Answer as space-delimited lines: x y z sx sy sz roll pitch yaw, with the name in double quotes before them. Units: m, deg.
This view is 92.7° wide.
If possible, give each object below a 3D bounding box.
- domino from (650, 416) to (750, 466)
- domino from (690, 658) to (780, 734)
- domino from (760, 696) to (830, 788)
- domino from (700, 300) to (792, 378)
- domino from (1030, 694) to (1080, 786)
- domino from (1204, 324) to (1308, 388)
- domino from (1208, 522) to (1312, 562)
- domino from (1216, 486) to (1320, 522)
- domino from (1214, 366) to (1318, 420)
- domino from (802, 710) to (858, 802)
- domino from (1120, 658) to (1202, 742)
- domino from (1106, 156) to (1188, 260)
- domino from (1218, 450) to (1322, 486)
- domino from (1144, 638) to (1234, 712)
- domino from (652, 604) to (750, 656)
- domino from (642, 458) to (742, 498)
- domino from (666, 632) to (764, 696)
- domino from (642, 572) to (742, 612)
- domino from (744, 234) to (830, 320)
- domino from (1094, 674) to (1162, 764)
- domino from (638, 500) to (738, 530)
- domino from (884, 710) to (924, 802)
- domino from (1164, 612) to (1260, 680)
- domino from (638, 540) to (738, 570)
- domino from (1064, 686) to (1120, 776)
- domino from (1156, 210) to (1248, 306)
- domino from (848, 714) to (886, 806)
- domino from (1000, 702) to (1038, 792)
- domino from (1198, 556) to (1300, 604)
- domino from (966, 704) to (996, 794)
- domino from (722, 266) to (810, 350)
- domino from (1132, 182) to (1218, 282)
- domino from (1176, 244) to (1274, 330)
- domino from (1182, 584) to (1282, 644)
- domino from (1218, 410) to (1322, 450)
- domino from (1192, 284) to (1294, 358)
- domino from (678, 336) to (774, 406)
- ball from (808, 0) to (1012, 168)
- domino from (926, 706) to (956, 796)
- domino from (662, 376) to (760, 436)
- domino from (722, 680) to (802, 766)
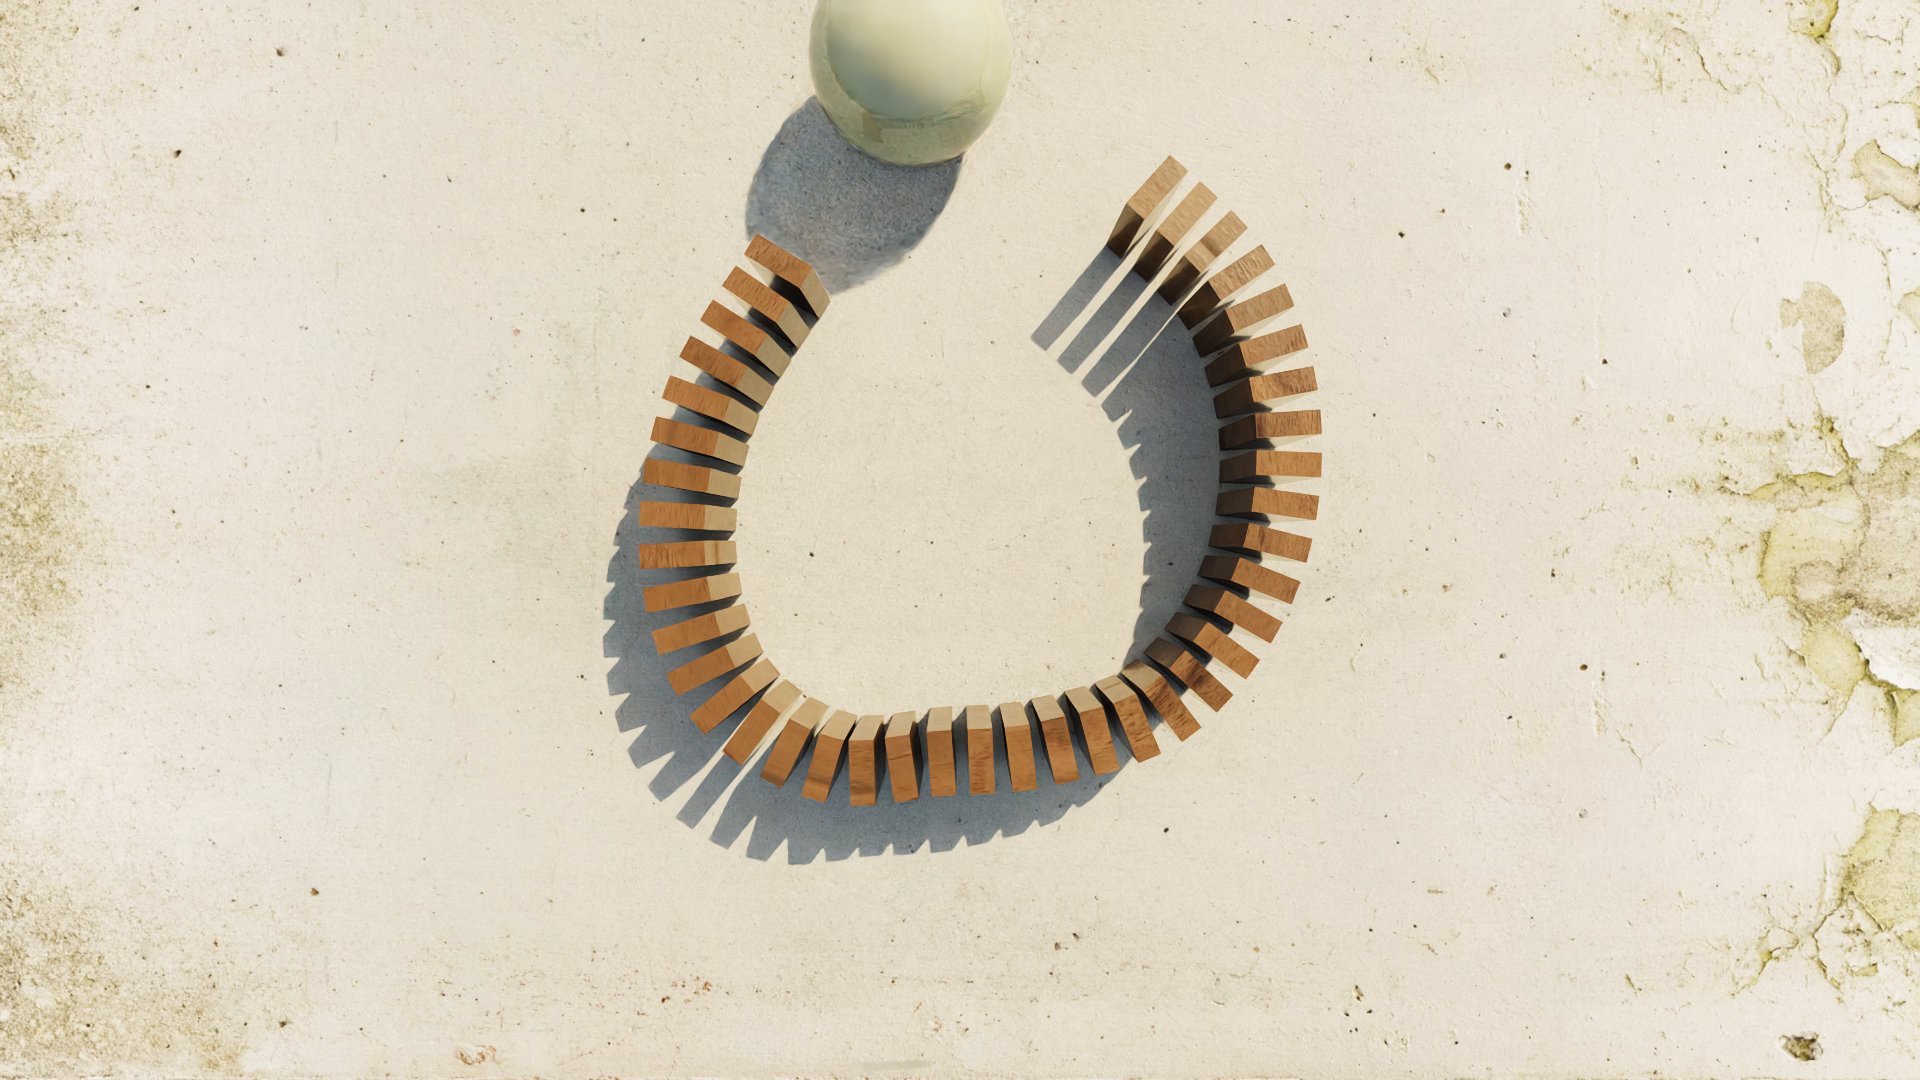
"domino" -0.105 -0.040 0.375 0.025 0.050 0.010 14 90 0
"domino" -0.091 0.063 0.375 0.025 0.050 0.009 -39 90 0
"domino" -0.067 0.081 0.375 0.010 0.050 0.025 27 90 0
"domino" -0.086 -0.081 0.375 0.025 0.050 0.009 32 90 0
"domino" 0.038 0.080 0.375 0.010 0.050 0.025 -13 90 0
"domino" 0.120 -0.074 0.375 0.025 0.050 0.009 -17 90 0
"domino" 0.121 0.001 0.375 0.025 0.050 0.009 14 90 0
"domino" 0.124 -0.014 0.375 0.025 0.050 0.010 8 90 0
"domino" 0.124 -0.060 0.375 0.025 0.050 0.009 -11 90 0
"domino" -0.053 0.087 0.375 0.009 0.050 0.025 17 90 0
"domino" 0.081 0.064 0.375 0.009 0.050 0.025 -37 90 0
"domino" 0.075 -0.135 0.375 0.010 0.050 0.025 42 90 0
"domino" 0.126 -0.029 0.375 0.025 0.050 0.009 2 90 0
"domino" 0.092 0.054 0.375 0.025 0.050 0.009 43 90 0
"domino" -0.105 0.036 0.375 0.025 0.050 0.010 -17 90 0
"domino" -0.108 -0.025 0.375 0.025 0.050 0.010 9 90 0
"domino" -0.099 0.050 0.375 0.025 0.050 0.010 -26 90 0
"domino" -0.108 0.021 0.375 0.025 0.050 0.009 -10 90 0
"domino" -0.070 -0.107 0.375 0.025 0.050 0.010 31 90 0
"domino" 0.068 0.072 0.375 0.010 0.050 0.025 -23 90 0
"domino" -0.110 -0.010 0.375 0.025 0.050 0.010 4 90 0
"domino" -0.022 0.087 0.375 0.009 0.050 0.025 -9 90 0
"domino" 0.102 0.042 0.375 0.025 0.050 0.010 36 90 0
"domino" -0.110 0.006 0.375 0.025 0.050 0.010 -4 90 0
"domino" 0.053 0.077 0.375 0.010 0.050 0.025 -15 90 0
"domino" 0.098 -0.114 0.375 0.025 0.050 0.010 -44 90 0
"domino" -0.037 0.089 0.375 0.009 0.050 0.025 -2 90 0
"domino" 0.023 0.083 0.375 0.010 0.050 0.025 -7 90 0
"domino" 0.117 0.016 0.375 0.025 0.050 0.009 22 90 0
"domino" 0.008 0.085 0.375 0.009 0.050 0.025 -3 90 0
"domino" -0.078 -0.094 0.375 0.025 0.050 0.009 34 90 0
"domino" 0.087 -0.125 0.375 0.009 0.050 0.025 42 90 0
"domino" 0.108 -0.102 0.375 0.025 0.050 0.010 -34 90 0
"domino" 0.110 0.029 0.375 0.025 0.050 0.009 29 90 0
"domino" 0.126 -0.044 0.375 0.025 0.050 0.010 -4 90 0
"domino" 0.115 -0.089 0.375 0.025 0.050 0.009 -24 90 0
"domino" -0.094 -0.068 0.375 0.025 0.050 0.010 29 90 0
"ball" -0.019 -0.189 0.360 0.080 0.080 0.080 0 90 0
"domino" -0.007 0.085 0.375 0.010 0.050 0.025 -5 90 0
"domino" -0.101 -0.054 0.375 0.025 0.050 0.009 20 90 0
"domino" -0.080 0.073 0.375 0.009 0.050 0.025 37 90 0
